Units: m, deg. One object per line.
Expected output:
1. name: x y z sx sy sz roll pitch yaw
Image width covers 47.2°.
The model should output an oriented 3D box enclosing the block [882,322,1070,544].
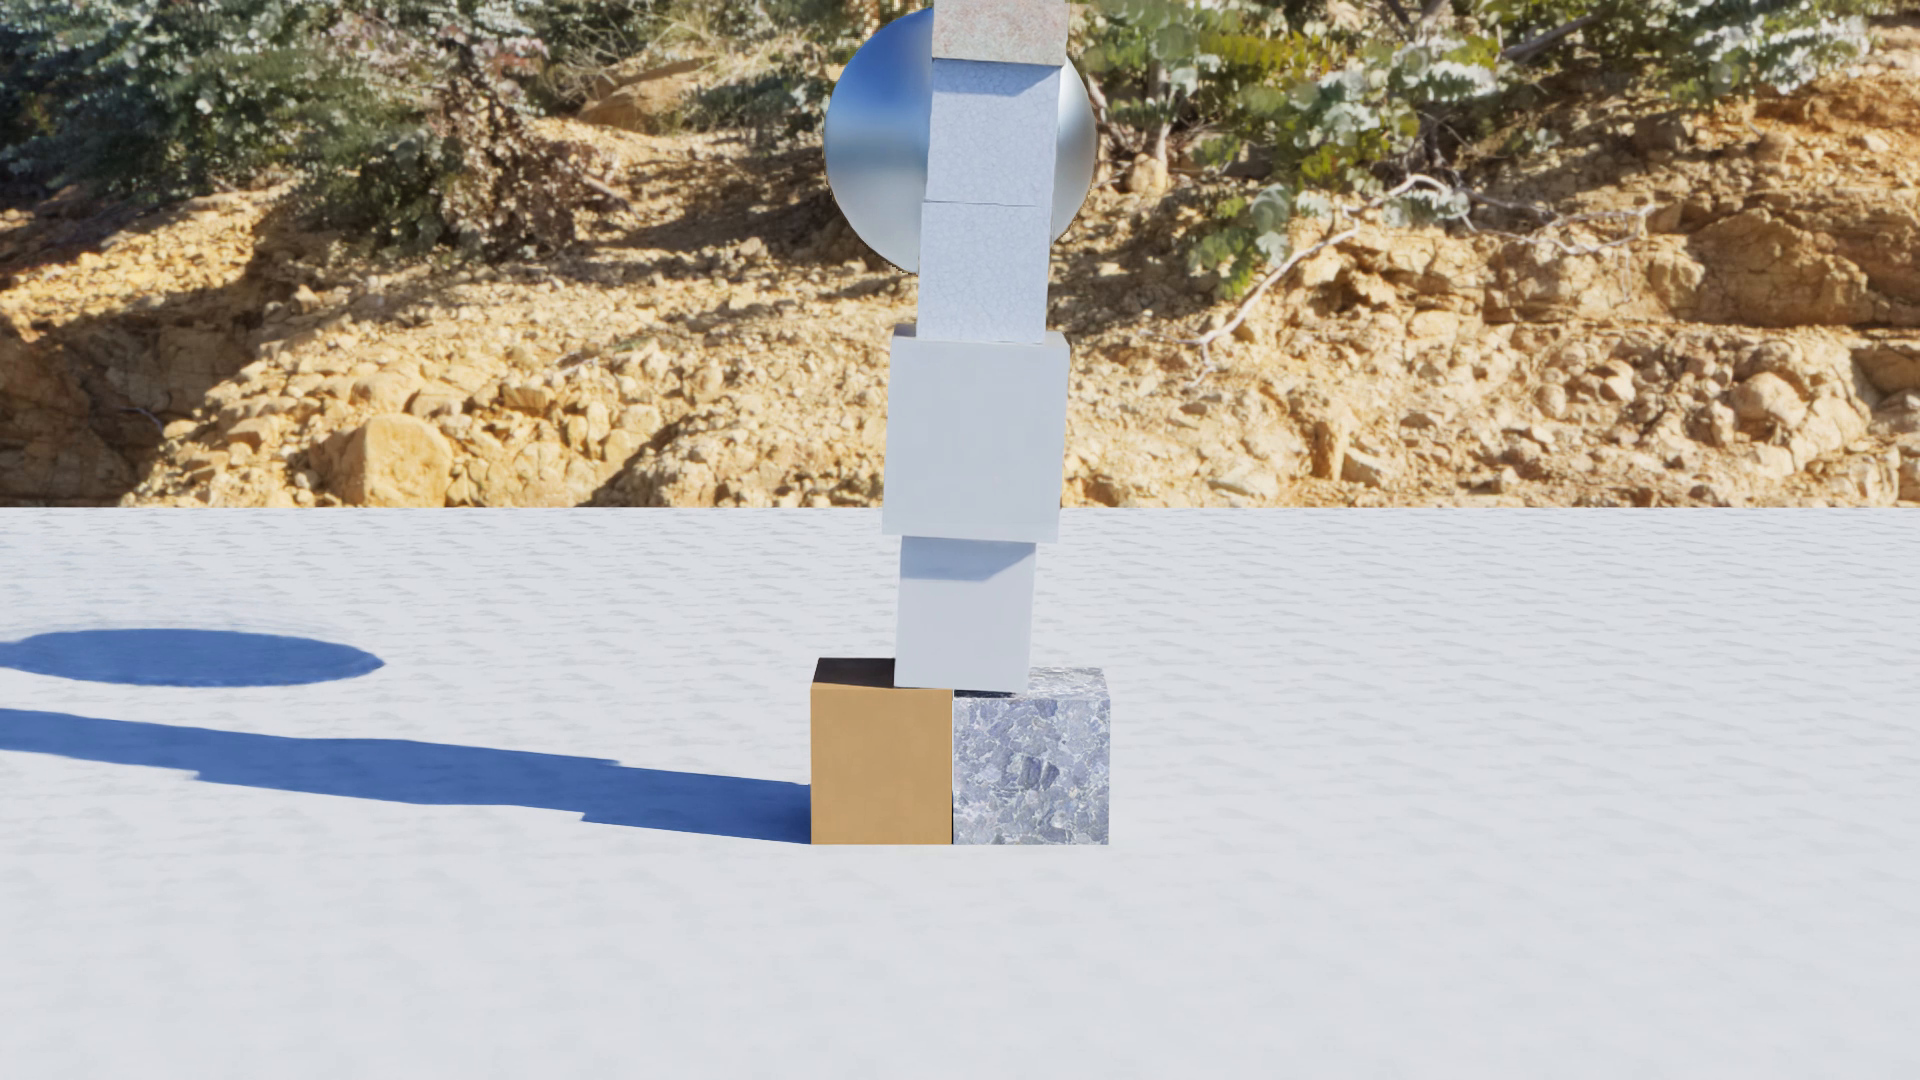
1. block: 0.072 -0.554 11.070 0.862 0.956 0.883 3 11 -1

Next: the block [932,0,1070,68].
1. block: 0.200 -2.659 10.686 0.635 0.679 0.719 3 10 -1

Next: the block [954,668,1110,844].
1. block: 0.359 1.106 11.373 0.783 0.754 0.692 0 10 0

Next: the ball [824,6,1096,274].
1. ball: 0.000 -2.317 12.867 1.600 1.600 1.600 0 10 0

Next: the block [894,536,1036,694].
1. block: 0.025 0.298 11.243 0.667 0.786 0.691 3 10 -1

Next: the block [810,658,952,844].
1. block: -0.394 1.080 11.365 0.708 0.805 0.683 0 10 0

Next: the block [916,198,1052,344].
1. block: 0.113 -1.346 10.926 0.622 0.648 0.637 3 11 -1

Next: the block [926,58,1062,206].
1. block: 0.157 -2.001 10.827 0.606 0.665 0.619 3 10 -1
